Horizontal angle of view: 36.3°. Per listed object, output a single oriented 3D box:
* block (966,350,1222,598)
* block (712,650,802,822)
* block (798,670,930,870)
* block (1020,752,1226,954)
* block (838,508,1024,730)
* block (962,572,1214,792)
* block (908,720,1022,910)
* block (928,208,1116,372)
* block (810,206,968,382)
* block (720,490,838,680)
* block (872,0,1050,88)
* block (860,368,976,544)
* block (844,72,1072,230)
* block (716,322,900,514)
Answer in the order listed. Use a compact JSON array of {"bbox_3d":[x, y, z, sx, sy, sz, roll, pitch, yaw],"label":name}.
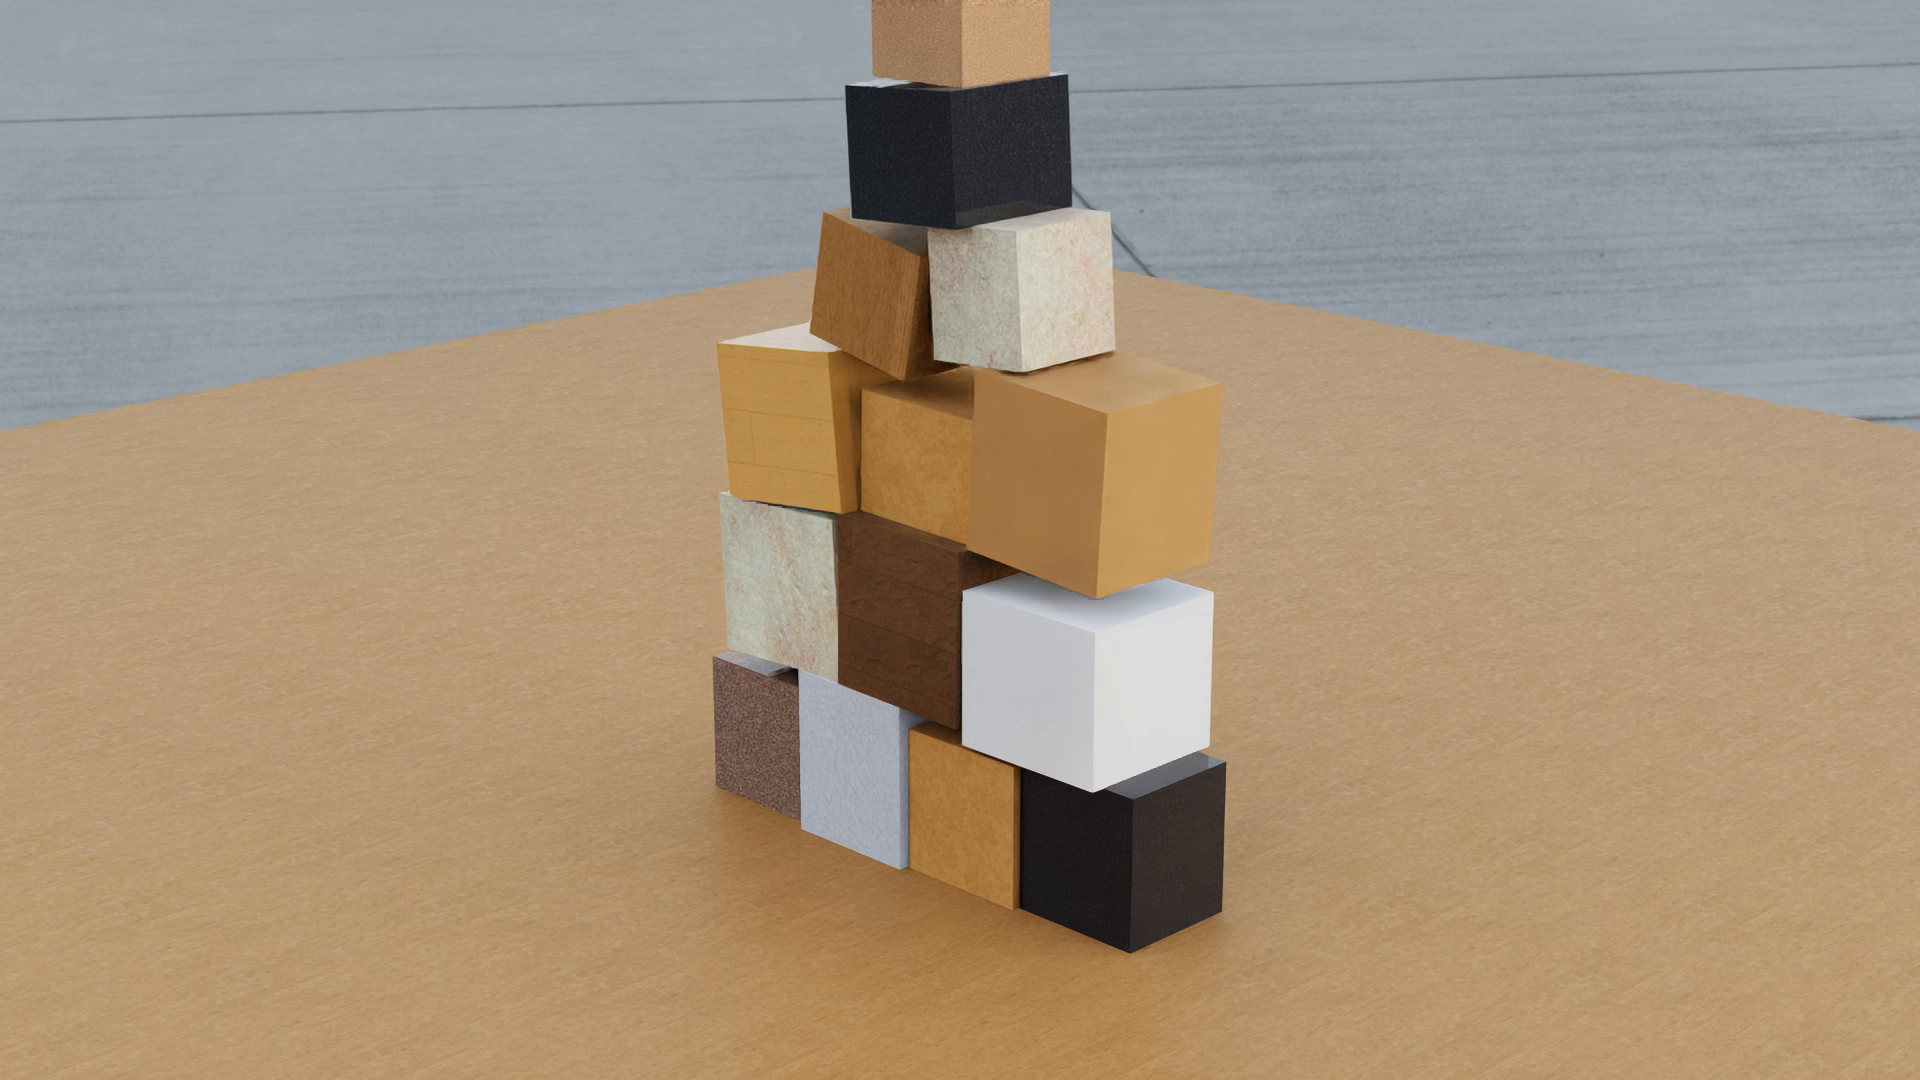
[{"bbox_3d":[0.576,-0.316,12.667,0.731,0.816,0.767,-17,28,-42],"label":"block"},{"bbox_3d":[-0.707,0.885,14.386,0.723,0.685,0.684,-17,24,-42],"label":"block"},{"bbox_3d":[-0.234,0.980,13.887,0.798,0.803,0.679,-17,24,-42],"label":"block"},{"bbox_3d":[0.719,1.309,12.981,0.613,0.718,0.659,-17,24,-42],"label":"block"},{"bbox_3d":[-0.005,0.277,13.409,0.792,0.825,0.769,-17,25,-42],"label":"block"},{"bbox_3d":[0.559,0.570,12.930,0.767,0.723,0.788,-17,24,-42],"label":"block"},{"bbox_3d":[0.251,1.180,13.447,0.708,0.685,0.666,-17,24,-42],"label":"block"},{"bbox_3d":[0.269,-1.101,12.734,0.587,0.603,0.535,-17,20,-42],"label":"block"},{"bbox_3d":[-0.213,-1.145,13.180,0.607,0.583,0.629,-17,34,-42],"label":"block"},{"bbox_3d":[-0.556,0.128,13.993,0.829,0.771,0.791,-17,21,-42],"label":"block"},{"bbox_3d":[0.003,-2.293,12.645,0.537,0.579,0.550,-17,23,-42],"label":"block"},{"bbox_3d":[0.021,-0.388,13.201,0.610,0.568,0.716,-17,25,-42],"label":"block"},{"bbox_3d":[-0.002,-1.717,12.788,0.724,0.581,0.647,-17,20,-42],"label":"block"},{"bbox_3d":[-0.543,-0.606,13.725,0.825,0.737,0.771,-17,18,-42],"label":"block"}]
